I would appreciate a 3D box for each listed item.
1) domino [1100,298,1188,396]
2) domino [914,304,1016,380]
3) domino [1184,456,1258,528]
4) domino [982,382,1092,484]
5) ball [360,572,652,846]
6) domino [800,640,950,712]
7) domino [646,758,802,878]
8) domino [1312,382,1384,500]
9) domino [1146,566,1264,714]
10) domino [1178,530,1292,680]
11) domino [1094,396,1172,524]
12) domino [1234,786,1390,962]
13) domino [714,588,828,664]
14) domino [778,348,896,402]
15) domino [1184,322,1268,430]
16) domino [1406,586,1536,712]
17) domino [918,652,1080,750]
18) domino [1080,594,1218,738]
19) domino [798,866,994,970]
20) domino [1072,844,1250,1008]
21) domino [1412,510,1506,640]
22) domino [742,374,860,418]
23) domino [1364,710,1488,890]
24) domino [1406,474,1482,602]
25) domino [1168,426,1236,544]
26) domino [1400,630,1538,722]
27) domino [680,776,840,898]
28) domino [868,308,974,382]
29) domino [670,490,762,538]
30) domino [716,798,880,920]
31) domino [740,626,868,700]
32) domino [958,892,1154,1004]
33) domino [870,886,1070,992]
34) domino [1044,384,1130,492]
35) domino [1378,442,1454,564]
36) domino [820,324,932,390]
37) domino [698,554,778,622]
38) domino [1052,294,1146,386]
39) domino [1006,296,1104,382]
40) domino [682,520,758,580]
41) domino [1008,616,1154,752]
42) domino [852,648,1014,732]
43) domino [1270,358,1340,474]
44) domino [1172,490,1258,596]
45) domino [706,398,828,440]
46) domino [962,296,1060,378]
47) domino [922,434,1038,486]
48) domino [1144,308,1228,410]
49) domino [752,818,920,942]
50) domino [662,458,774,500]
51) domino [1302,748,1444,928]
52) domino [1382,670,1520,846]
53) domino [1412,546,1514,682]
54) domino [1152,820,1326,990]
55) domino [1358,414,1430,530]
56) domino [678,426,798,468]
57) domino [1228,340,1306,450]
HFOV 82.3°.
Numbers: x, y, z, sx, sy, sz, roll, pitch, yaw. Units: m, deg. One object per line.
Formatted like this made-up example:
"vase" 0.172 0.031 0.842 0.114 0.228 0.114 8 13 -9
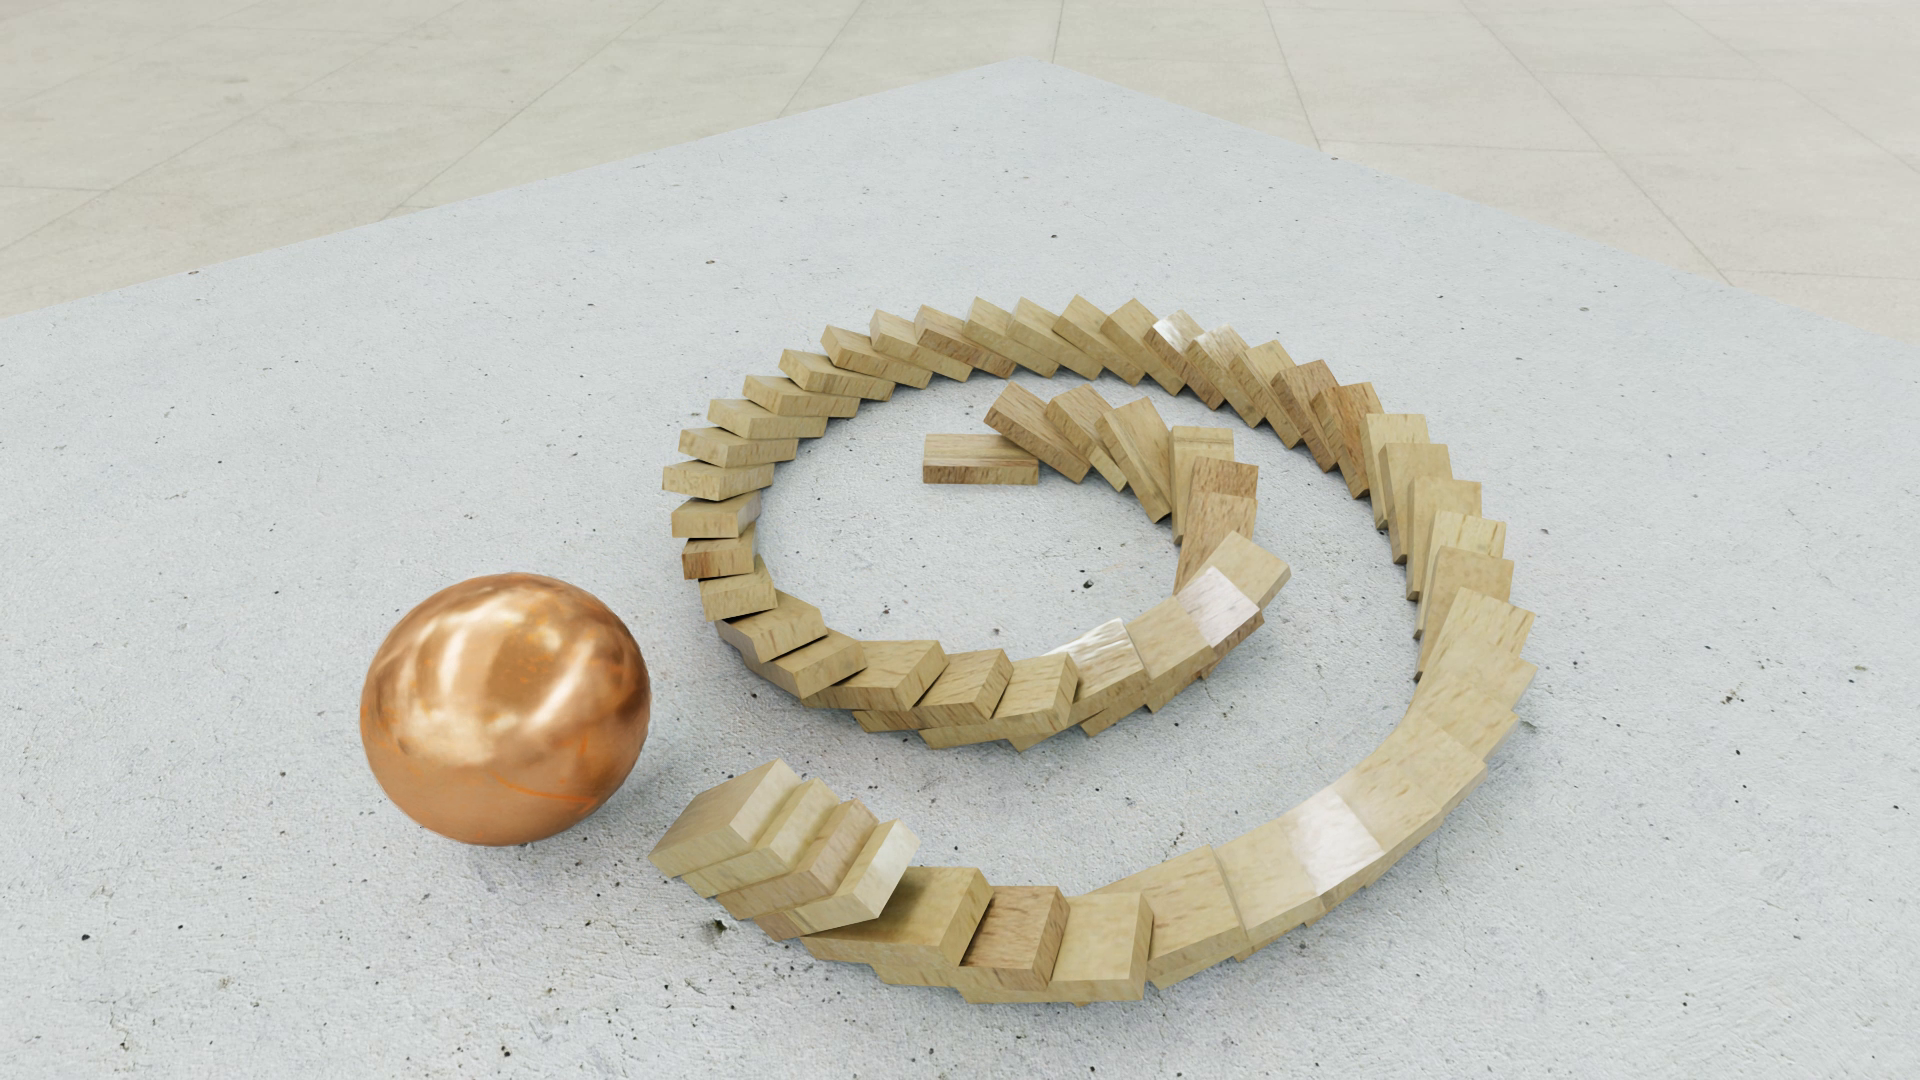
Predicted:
"domino" 0.096 -0.096 0.543 0.050 0.009 0.025 44 51 8
"domino" 0.002 -0.099 0.547 0.050 0.009 0.025 18 35 -20
"domino" 0.102 -0.008 0.435 0.025 0.009 0.050 10 66 6
"domino" 0.037 -0.048 0.486 0.050 0.009 0.025 33 43 1
"ball" -0.133 0.050 0.327 0.080 0.080 0.080 0 39 0
"domino" -0.031 0.045 0.371 0.050 0.010 0.025 -5 29 41
"domino" -0.069 0.081 0.318 0.010 0.050 0.025 48 44 -12
"domino" 0.175 -0.044 0.480 0.025 0.010 0.050 -10 68 -12
"domino" 0.078 0.034 0.383 0.050 0.010 0.025 -39 49 -1
"domino" 0.093 0.023 0.396 0.025 0.010 0.050 37 81 34
"domino" 0.081 -0.034 0.465 0.025 0.010 0.050 -23 77 -26
"domino" 0.092 0.094 0.312 0.050 0.010 0.025 -33 44 1
"domino" -0.068 0.029 0.389 0.025 0.009 0.050 -24 17 -24
"domino" -0.058 -0.078 0.522 0.050 0.010 0.025 1 30 -43
"domino" 0.133 -0.078 0.522 0.025 0.010 0.050 -28 73 -30
"domino" 0.173 0.043 0.374 0.025 0.010 0.050 23 71 25
"domino" 0.013 0.053 0.360 0.050 0.010 0.025 -15 33 30
"domino" 0.059 0.043 0.374 0.050 0.010 0.025 -33 44 4
"domino" -0.018 0.102 0.300 0.050 0.009 0.025 -12 29 36
"domino" 0.050 0.105 0.299 0.050 0.010 0.025 -26 39 11
"domino" 0.186 0.015 0.409 0.025 0.010 0.050 13 67 15
"domino" -0.073 -0.066 0.507 0.025 0.010 0.050 31 22 32
"domino" 0.131 0.078 0.332 0.050 0.009 0.025 -40 49 -5
"domino" 0.188 0.000 0.427 0.025 0.010 0.050 7 66 9
"domino" 0.100 -0.022 0.453 0.025 0.009 0.050 3 66 -1
"domino" 0.162 0.056 0.358 0.025 0.009 0.050 32 75 32
"domino" -0.057 0.085 0.313 0.009 0.050 0.025 48 44 -12
"domino" -0.019 -0.096 0.544 0.050 0.009 0.025 17 34 -22
"domino" -0.097 -0.011 0.440 0.025 0.010 0.050 0 13 0
"domino" -0.046 0.090 0.308 0.010 0.050 0.025 48 44 -12
"domino" -0.055 0.039 0.379 0.025 0.009 0.050 -25 19 -27
"domino" 0.025 0.109 0.293 0.050 0.009 0.025 -13 33 27
"domino" 0.003 0.107 0.296 0.050 0.010 0.025 -11 32 30
"domino" 0.063 -0.046 0.483 0.025 0.010 0.050 -26 67 -38
"domino" 0.186 -0.015 0.445 0.025 0.010 0.050 1 65 2
"domino" -0.041 -0.089 0.535 0.050 0.009 0.025 10 31 -33
"domino" -0.083 0.017 0.406 0.025 0.009 0.050 -11 14 -13
"domino" 0.072 -0.100 0.548 0.050 0.010 0.025 35 44 -2
"domino" 0.049 -0.101 0.550 0.050 0.010 0.025 26 39 -9
"domino" -0.091 0.003 0.422 0.025 0.009 0.050 -6 13 -7
"domino" 0.037 0.048 0.368 0.050 0.010 0.025 -28 40 8
"domino" -0.009 0.050 0.364 0.050 0.009 0.025 -10 31 35
"domino" 0.164 -0.056 0.495 0.025 0.009 0.050 -17 68 -19
"domino" 0.096 0.007 0.416 0.025 0.009 0.050 10 70 12
"domino" -0.086 -0.055 0.493 0.025 0.010 0.050 26 19 29
"domino" 0.027 -0.102 0.551 0.050 0.010 0.025 25 39 -11
"domino" 0.009 -0.036 0.487 0.050 0.009 0.025 1 39 1
"domino" 0.115 -0.088 0.534 0.025 0.009 0.050 -33 76 -34
"domino" -0.034 0.094 0.303 0.010 0.050 0.025 48 44 -12
"domino" -0.100 -0.027 0.459 0.025 0.010 0.050 11 13 13
"domino" 0.112 0.087 0.321 0.050 0.009 0.025 -37 46 -2
"domino" 0.148 0.068 0.344 0.050 0.010 0.025 -45 53 -9
"domino" 0.180 0.028 0.392 0.025 0.010 0.050 14 67 16
"domino" 0.071 0.101 0.304 0.050 0.009 0.025 -29 41 6
"domino" 0.185 -0.029 0.462 0.025 0.010 0.050 0 66 0
"domino" -0.095 -0.041 0.477 0.025 0.010 0.050 20 16 23
"domino" 0.150 -0.068 0.510 0.025 0.009 0.050 -22 70 -24
